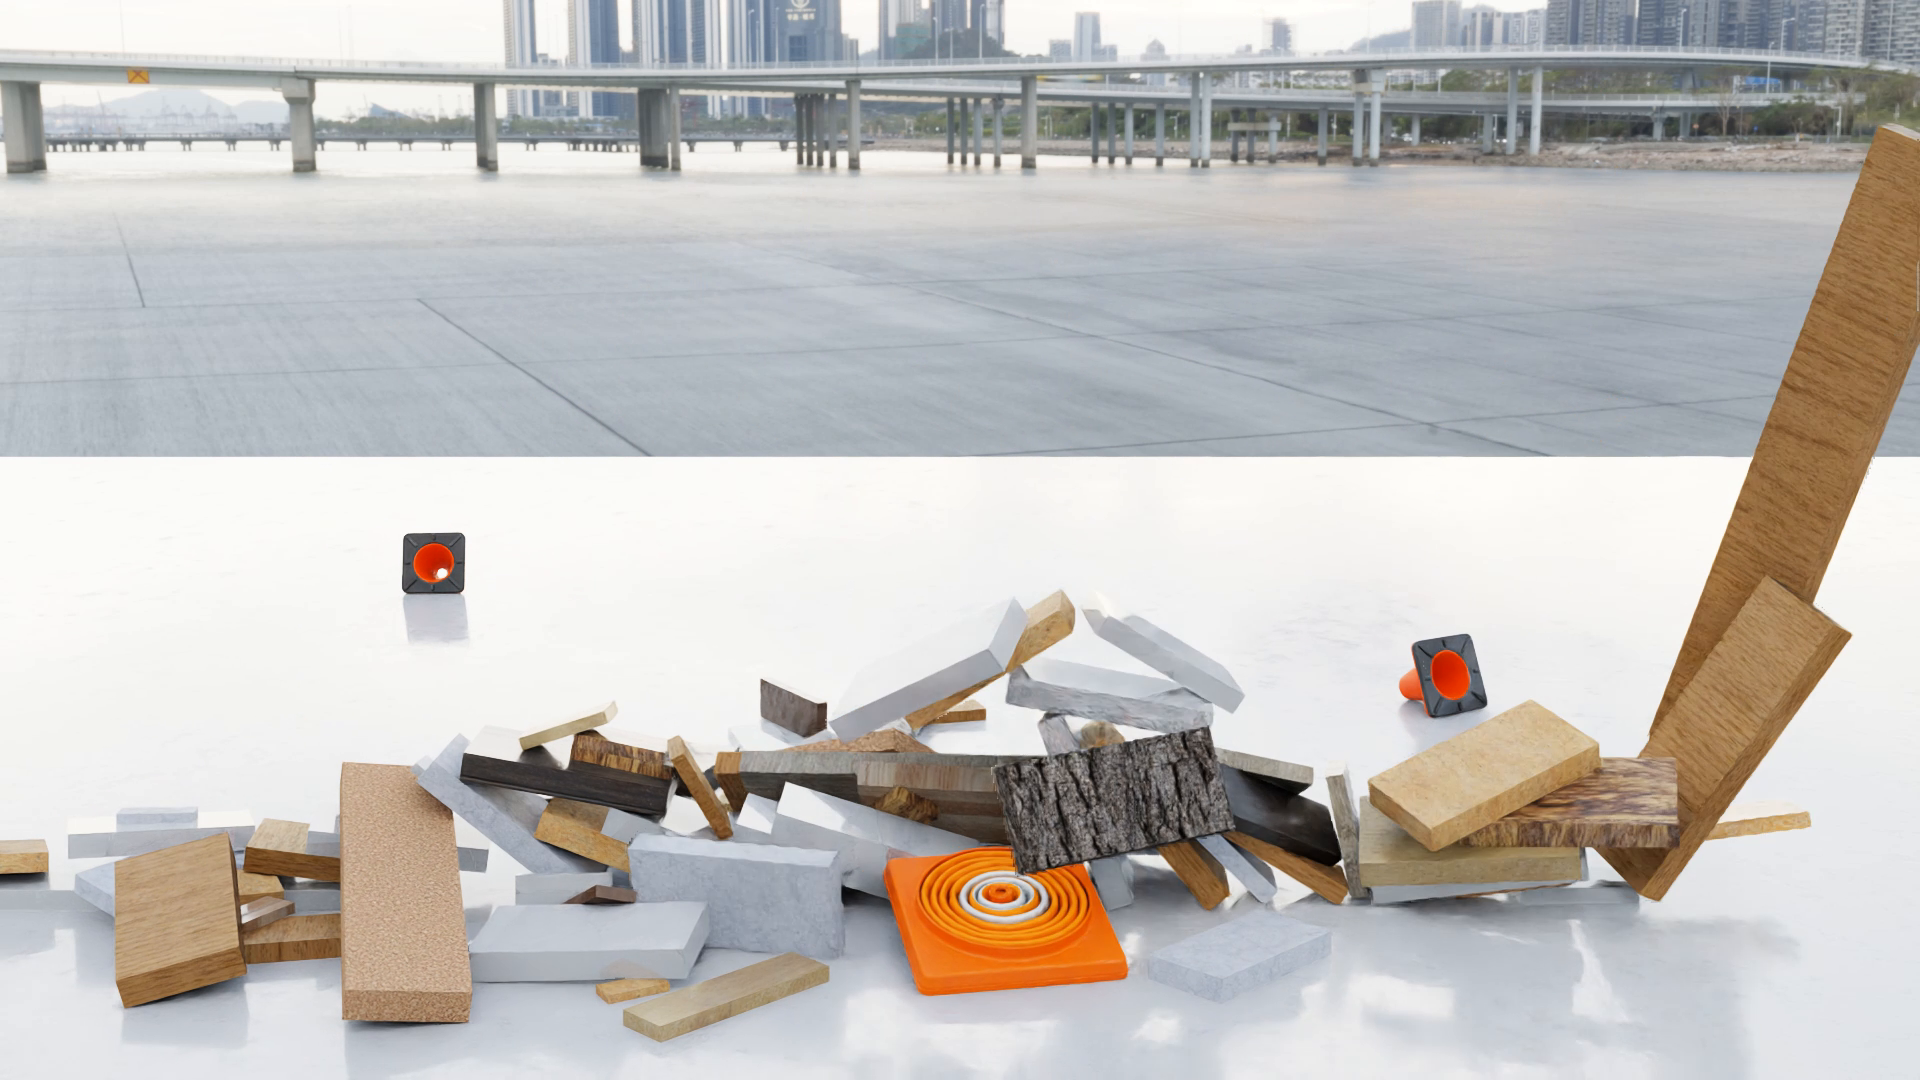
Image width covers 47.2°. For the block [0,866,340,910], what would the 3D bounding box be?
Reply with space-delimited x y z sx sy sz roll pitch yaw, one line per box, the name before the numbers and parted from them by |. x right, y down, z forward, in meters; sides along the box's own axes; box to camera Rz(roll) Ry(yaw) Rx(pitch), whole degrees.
block | -1.290 0.577 3.647 0.721 0.034 0.119 0 11 0

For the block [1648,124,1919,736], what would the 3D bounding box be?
block | 1.372 -0.108 3.569 0.047 1.125 0.167 -11 35 -35

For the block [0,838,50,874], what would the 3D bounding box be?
block | -1.603 0.534 3.714 0.112 0.032 0.259 1 -3 -24

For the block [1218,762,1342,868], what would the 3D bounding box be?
block | 0.495 0.442 3.603 0.328 0.030 0.105 24 38 -33

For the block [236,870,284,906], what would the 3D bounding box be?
block | -1.181 0.561 3.525 0.171 0.024 0.085 -1 20 -31

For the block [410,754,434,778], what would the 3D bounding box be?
block | -0.853 0.408 3.654 0.121 0.017 0.061 40 7 -2

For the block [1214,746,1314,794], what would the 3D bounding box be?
block | 0.469 0.386 3.657 0.211 0.030 0.105 12 -24 -11

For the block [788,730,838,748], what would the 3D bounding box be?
block | -0.279 0.404 4.065 0.173 0.024 0.086 -28 -40 34

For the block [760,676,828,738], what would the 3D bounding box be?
block | -0.354 0.360 4.671 0.024 0.086 0.256 -7 12 -32

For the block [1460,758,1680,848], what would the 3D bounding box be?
block | 0.977 0.421 3.535 0.335 0.047 0.167 -2 32 17

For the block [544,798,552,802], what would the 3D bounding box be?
block | -0.653 0.506 4.012 0.277 0.039 0.139 -1 11 -8

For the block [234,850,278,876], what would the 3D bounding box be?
block | -1.251 0.537 3.676 0.238 0.034 0.119 1 9 10

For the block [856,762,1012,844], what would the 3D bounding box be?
block | 0.001 0.451 3.748 0.334 0.167 0.047 2 52 8

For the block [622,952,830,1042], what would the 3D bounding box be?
block | -0.337 0.664 3.207 0.086 0.024 0.317 10 15 44

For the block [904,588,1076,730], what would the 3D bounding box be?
block | 0.047 0.195 3.617 0.310 0.044 0.155 -32 8 10

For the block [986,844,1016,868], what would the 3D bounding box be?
block | 0.133 0.531 3.827 0.087 0.025 0.174 8 13 38

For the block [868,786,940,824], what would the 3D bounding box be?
block | -0.117 0.478 3.743 0.084 0.024 0.168 29 -43 -21

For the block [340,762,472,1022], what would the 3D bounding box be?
block | -0.870 0.531 3.417 0.175 0.049 0.701 5 20 -18

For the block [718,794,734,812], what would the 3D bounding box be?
block | -0.304 0.495 4.075 0.277 0.039 0.139 2 11 13

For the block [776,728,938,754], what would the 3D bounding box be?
block | -0.186 0.401 3.965 0.275 0.039 0.138 -14 -32 34

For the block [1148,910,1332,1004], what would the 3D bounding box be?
block | 0.428 0.630 3.345 0.138 0.039 0.275 10 15 44

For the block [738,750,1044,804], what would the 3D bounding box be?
block | -0.095 0.431 3.814 0.557 0.155 0.044 0 51 11

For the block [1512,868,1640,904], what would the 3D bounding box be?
block | 1.021 0.576 3.667 0.197 0.028 0.099 0 11 0

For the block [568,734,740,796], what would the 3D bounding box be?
block | -0.615 0.428 4.191 0.349 0.049 0.175 3 11 16

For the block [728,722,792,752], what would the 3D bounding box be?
block | -0.394 0.428 4.468 0.096 0.027 0.310 -3 11 -17

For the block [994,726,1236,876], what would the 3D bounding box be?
block | 0.240 0.399 3.386 0.362 0.164 0.046 -8 -13 -26

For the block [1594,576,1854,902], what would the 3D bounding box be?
block | 1.226 0.324 3.583 0.049 0.533 0.172 22 17 -28

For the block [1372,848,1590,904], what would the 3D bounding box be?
block | 0.846 0.507 3.633 0.345 0.049 0.172 -8 31 8

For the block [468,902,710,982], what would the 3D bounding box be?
block | -0.562 0.610 3.343 0.334 0.047 0.167 -2 15 7

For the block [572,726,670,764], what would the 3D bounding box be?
block | -0.555 0.336 3.633 0.152 0.022 0.076 11 11 3

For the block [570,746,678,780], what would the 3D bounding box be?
block | -0.551 0.358 3.647 0.171 0.024 0.084 12 11 5

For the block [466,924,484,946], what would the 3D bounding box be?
block | -0.761 0.624 3.448 0.048 0.014 0.096 0 11 1

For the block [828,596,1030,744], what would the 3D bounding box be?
block | -0.051 0.211 3.564 0.328 0.046 0.164 -26 18 28

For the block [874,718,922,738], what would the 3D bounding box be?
block | -0.129 0.381 4.640 0.096 0.027 0.192 2 20 13

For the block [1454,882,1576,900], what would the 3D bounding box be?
block | 0.914 0.552 3.647 0.197 0.028 0.099 -9 10 10

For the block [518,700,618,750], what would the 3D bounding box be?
block | -0.646 0.306 3.634 0.152 0.022 0.076 -18 8 7

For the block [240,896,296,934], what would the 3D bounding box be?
block | -1.124 0.594 3.426 0.061 0.017 0.175 6 12 29
